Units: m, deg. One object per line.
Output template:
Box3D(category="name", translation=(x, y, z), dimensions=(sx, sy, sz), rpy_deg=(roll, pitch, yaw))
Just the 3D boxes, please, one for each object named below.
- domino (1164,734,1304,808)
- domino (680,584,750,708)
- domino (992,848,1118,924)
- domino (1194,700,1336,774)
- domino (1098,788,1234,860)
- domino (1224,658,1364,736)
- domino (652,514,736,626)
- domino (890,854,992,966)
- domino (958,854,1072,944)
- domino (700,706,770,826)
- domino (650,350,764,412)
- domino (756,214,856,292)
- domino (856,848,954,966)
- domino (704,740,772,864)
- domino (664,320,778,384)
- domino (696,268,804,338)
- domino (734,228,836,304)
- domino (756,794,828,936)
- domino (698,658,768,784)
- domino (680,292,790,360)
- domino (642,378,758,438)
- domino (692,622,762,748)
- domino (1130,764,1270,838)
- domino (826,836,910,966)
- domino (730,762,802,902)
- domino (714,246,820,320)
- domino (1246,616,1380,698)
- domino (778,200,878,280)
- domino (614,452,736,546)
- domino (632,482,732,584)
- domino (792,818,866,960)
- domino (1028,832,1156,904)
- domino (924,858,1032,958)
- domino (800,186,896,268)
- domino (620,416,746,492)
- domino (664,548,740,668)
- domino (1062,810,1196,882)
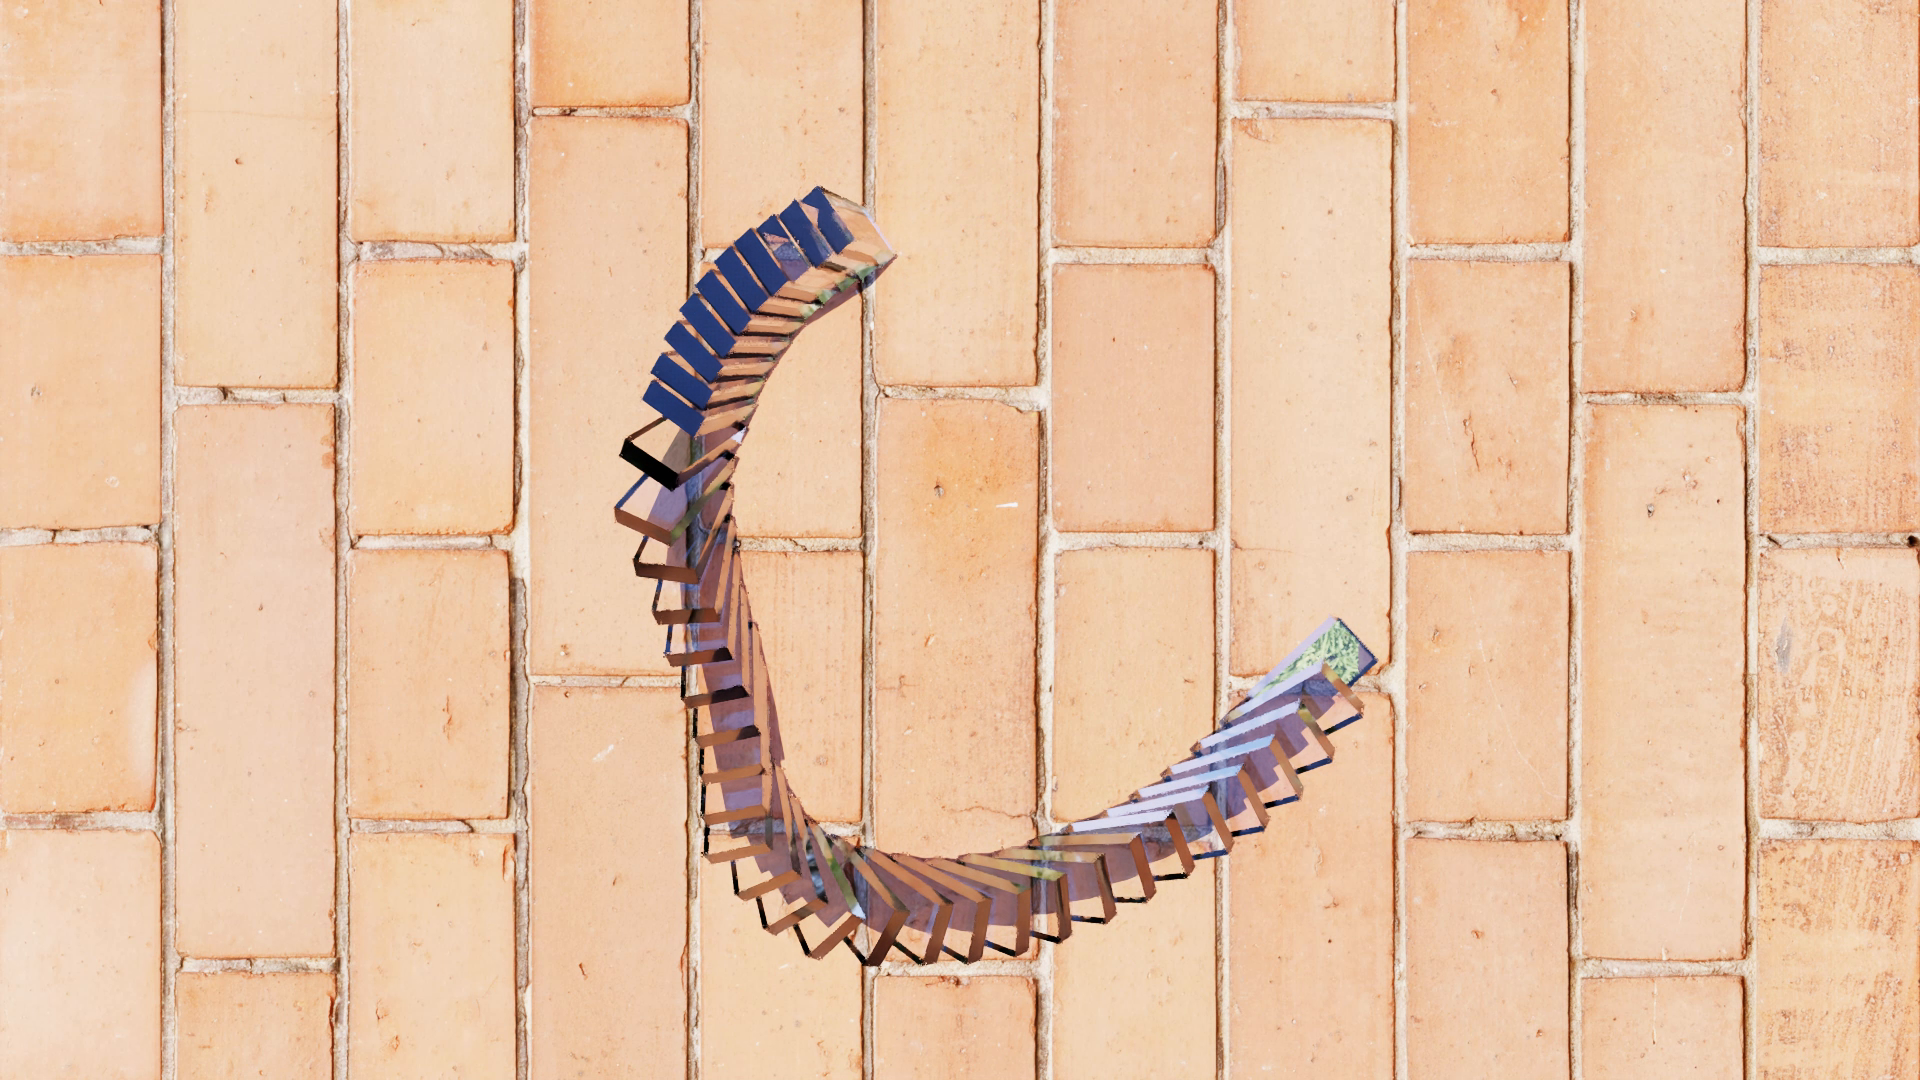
Box3D(category="domino", translation=(0.113, 0.101, 0.382), dimensions=(0.050, 0.009, 0.025), rpy_deg=(-29, 90, 35))
Box3D(category="domino", translation=(-0.102, 0.043, 0.381), dimensions=(0.025, 0.009, 0.050), rpy_deg=(-12, 52, 0))
Box3D(category="domino", translation=(0.039, 0.143, 0.381), dimensions=(0.050, 0.010, 0.025), rpy_deg=(-12, 90, 37))
Box3D(category="domino", translation=(0.126, 0.088, 0.382), dimensions=(0.050, 0.010, 0.025), rpy_deg=(-34, 91, 35))
Box3D(category="domino", translation=(0.085, 0.121, 0.382), dimensions=(0.050, 0.009, 0.025), rpy_deg=(-25, 90, 35))
Box3D(category="domino", translation=(0.138, 0.073, 0.381), dimensions=(0.025, 0.009, 0.050), rpy_deg=(48, 125, 0))
Box3D(category="domino", translation=(-0.110, 0.012, 0.380), dimensions=(0.025, 0.009, 0.050), rpy_deg=(-3, 49, 0))
Box3D(category="domino", translation=(-0.011, 0.152, 0.380), dimensions=(0.050, 0.010, 0.025), rpy_deg=(10, 90, 42))
Box3D(category="domino", translation=(0.022, 0.148, 0.380), dimensions=(0.050, 0.010, 0.025), rpy_deg=(-5, 90, 40))
Box3D(category="domino", translation=(-0.093, 0.091, 0.380), dimensions=(0.025, 0.010, 0.050), rpy_deg=(-11, 49, 0))
Box3D(category="domino", translation=(-0.102, -0.067, 0.375), dimensions=(0.025, 0.050, 0.010), rpy_deg=(37, 108, 0))
Box3D(category="domino", translation=(-0.061, -0.116, 0.375), dimensions=(0.009, 0.050, 0.025), rpy_deg=(-35, 90, 18))
Box3D(category="domino", translation=(-0.027, 0.151, 0.380), dimensions=(0.050, 0.009, 0.025), rpy_deg=(17, 90, 42))
Box3D(category="domino", translation=(-0.091, 0.106, 0.380), dimensions=(0.025, 0.009, 0.050), rpy_deg=(-12, 49, 2))
Box3D(category="domino", translation=(-0.097, -0.078, 0.375), dimensions=(0.025, 0.050, 0.009), rpy_deg=(45, 108, 0))
Box3D(category="domino", translation=(-0.085, -0.096, 0.375), dimensions=(0.010, 0.050, 0.025), rpy_deg=(-39, 90, 18))
Box3D(category="domino", translation=(-0.070, -0.111, 0.375), dimensions=(0.009, 0.050, 0.025), rpy_deg=(-35, 90, 18))
Box3D(category="domino", translation=(-0.074, 0.133, 0.379), dimensions=(0.025, 0.009, 0.050), rpy_deg=(-30, 47, 1))
Box3D(category="domino", translation=(-0.094, 0.074, 0.380), dimensions=(0.025, 0.010, 0.050), rpy_deg=(-11, 51, 0))
Box3D(category="domino", translation=(-0.091, -0.087, 0.375), dimensions=(0.009, 0.050, 0.025), rpy_deg=(-41, 90, 18))
Box3D(category="domino", translation=(-0.105, -0.057, 0.375), dimensions=(0.025, 0.050, 0.009), rpy_deg=(36, 108, 0))
Box3D(category="domino", translation=(-0.097, 0.059, 0.381), dimensions=(0.025, 0.009, 0.050), rpy_deg=(-12, 51, 0))
Box3D(category="domino", translation=(0.099, 0.112, 0.382), dimensions=(0.050, 0.009, 0.025), rpy_deg=(-26, 90, 35))
Box3D(category="domino", translation=(-0.044, 0.149, 0.379), dimensions=(0.050, 0.009, 0.025), rpy_deg=(29, 90, 45))
Box3D(category="domino", translation=(-0.083, 0.120, 0.380), dimensions=(0.025, 0.010, 0.050), rpy_deg=(-23, 48, 1))
Box3D(category="domino", translation=(-0.078, -0.104, 0.375), dimensions=(0.010, 0.050, 0.025), rpy_deg=(-36, 90, 18))
Box3D(category="domino", translation=(0.152, 0.059, 0.395), dimensions=(0.050, 0.009, 0.025), rpy_deg=(-43, 90, 0))
Box3D(category="domino", translation=(-0.053, -0.122, 0.375), dimensions=(0.010, 0.050, 0.025), rpy_deg=(-35, 90, 18))
Box3D(category="domino", translation=(-0.117, -0.022, 0.379), dimensions=(0.025, 0.010, 0.050), rpy_deg=(24, 48, 3))
Box3D(category="domino", translation=(-0.114, -0.005, 0.379), dimensions=(0.025, 0.010, 0.050), rpy_deg=(8, 46, 0))
Box3D(category="domino", translation=(-0.061, 0.144, 0.379), dimensions=(0.025, 0.009, 0.050), rpy_deg=(-43, 47, 1))
Box3D(category="domino", translation=(0.054, 0.137, 0.381), dimensions=(0.050, 0.010, 0.025), rpy_deg=(-17, 90, 37))
Box3D(category="domino", translation=(0.006, 0.152, 0.380), dimensions=(0.050, 0.009, 0.025), rpy_deg=(2, 90, 40))
Box3D(category="domino", translation=(-0.044, -0.127, 0.375), dimensions=(0.010, 0.050, 0.025), rpy_deg=(-35, 90, 18))
Box3D(category="domino", translation=(-0.113, -0.041, 0.377), dimensions=(0.025, 0.050, 0.009), rpy_deg=(34, 125, 1))
Box3D(category="domino", translation=(-0.106, 0.027, 0.381), dimensions=(0.025, 0.009, 0.050), rpy_deg=(-7, 51, 0))
Box3D(category="domino", translation=(0.069, 0.129, 0.381), dimensions=(0.050, 0.009, 0.025), rpy_deg=(-21, 90, 36))
